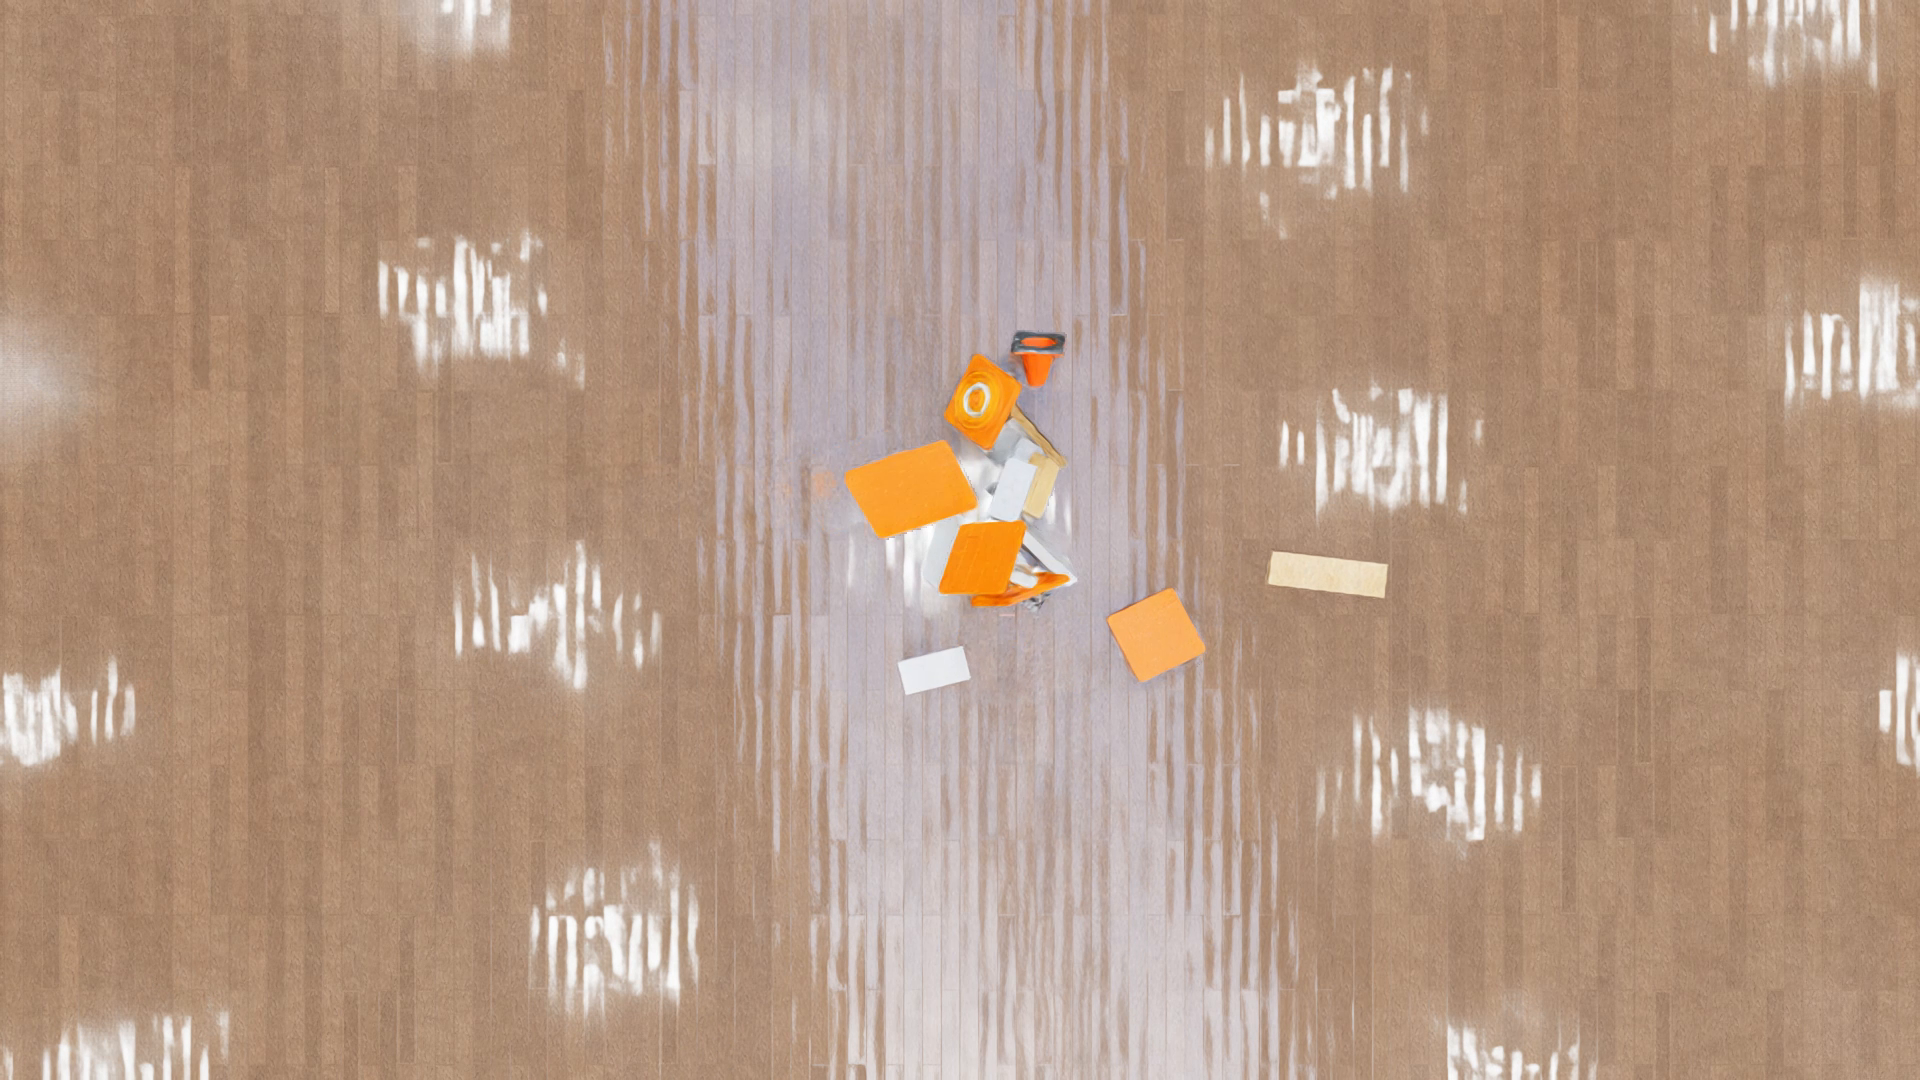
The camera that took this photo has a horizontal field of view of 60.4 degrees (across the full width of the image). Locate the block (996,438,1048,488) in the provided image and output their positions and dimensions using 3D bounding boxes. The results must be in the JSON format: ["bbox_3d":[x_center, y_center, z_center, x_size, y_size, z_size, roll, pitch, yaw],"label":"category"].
[{"bbox_3d":[0.198,-0.216,5.289,0.101,0.029,0.202,30,76,-16],"label":"block"}]

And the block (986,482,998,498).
[{"bbox_3d":[0.154,-0.144,5.391,0.029,0.202,0.101,-45,101,-12],"label":"block"}]

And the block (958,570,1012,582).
[{"bbox_3d":[0.091,0.112,5.262,0.111,0.221,0.031,2,89,-34],"label":"block"}]

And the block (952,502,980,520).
[{"bbox_3d":[0.016,-0.070,5.408,0.093,0.185,0.026,6,67,1],"label":"block"}]

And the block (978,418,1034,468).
[{"bbox_3d":[0.149,-0.319,5.406,0.101,0.202,0.029,48,53,-6],"label":"block"}]

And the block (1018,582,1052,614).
[{"bbox_3d":[0.265,0.167,5.490,0.072,0.020,0.143,39,90,0],"label":"block"}]

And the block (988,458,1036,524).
[{"bbox_3d":[0.166,-0.155,5.218,0.097,0.027,0.194,19,86,9],"label":"block"}]

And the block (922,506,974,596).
[{"bbox_3d":[-0.040,0.034,5.280,0.131,0.037,0.262,43,130,36],"label":"block"}]

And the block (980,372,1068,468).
[{"bbox_3d":[0.203,-0.389,5.335,0.027,0.097,0.424,-43,54,7],"label":"block"}]

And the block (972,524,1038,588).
[{"bbox_3d":[0.137,0.048,5.181,0.131,0.280,0.037,22,110,-30],"label":"block"}]

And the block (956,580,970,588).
[{"bbox_3d":[-0.003,0.134,5.428,0.072,0.143,0.020,-1,78,0],"label":"block"}]

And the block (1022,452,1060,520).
[{"bbox_3d":[0.244,-0.175,5.273,0.097,0.027,0.193,25,77,-17],"label":"block"}]

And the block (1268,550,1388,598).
[{"bbox_3d":[1.221,0.114,5.484,0.385,0.031,0.111,7,90,0],"label":"block"}]

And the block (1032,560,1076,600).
[{"bbox_3d":[0.307,0.129,5.470,0.143,0.020,0.072,34,90,0],"label":"block"}]

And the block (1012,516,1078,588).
[{"bbox_3d":[0.272,0.033,5.365,0.037,0.131,0.262,-42,116,11],"label":"block"}]

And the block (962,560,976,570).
[{"bbox_3d":[0.004,0.060,5.408,0.093,0.185,0.026,-1,71,0],"label":"block"}]

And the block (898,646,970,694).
[{"bbox_3d":[-0.085,0.433,5.484,0.221,0.031,0.111,-14,90,0],"label":"block"}]

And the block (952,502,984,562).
[{"bbox_3d":[0.017,-0.025,5.303,0.093,0.026,0.185,-10,90,-1],"label":"block"}]
